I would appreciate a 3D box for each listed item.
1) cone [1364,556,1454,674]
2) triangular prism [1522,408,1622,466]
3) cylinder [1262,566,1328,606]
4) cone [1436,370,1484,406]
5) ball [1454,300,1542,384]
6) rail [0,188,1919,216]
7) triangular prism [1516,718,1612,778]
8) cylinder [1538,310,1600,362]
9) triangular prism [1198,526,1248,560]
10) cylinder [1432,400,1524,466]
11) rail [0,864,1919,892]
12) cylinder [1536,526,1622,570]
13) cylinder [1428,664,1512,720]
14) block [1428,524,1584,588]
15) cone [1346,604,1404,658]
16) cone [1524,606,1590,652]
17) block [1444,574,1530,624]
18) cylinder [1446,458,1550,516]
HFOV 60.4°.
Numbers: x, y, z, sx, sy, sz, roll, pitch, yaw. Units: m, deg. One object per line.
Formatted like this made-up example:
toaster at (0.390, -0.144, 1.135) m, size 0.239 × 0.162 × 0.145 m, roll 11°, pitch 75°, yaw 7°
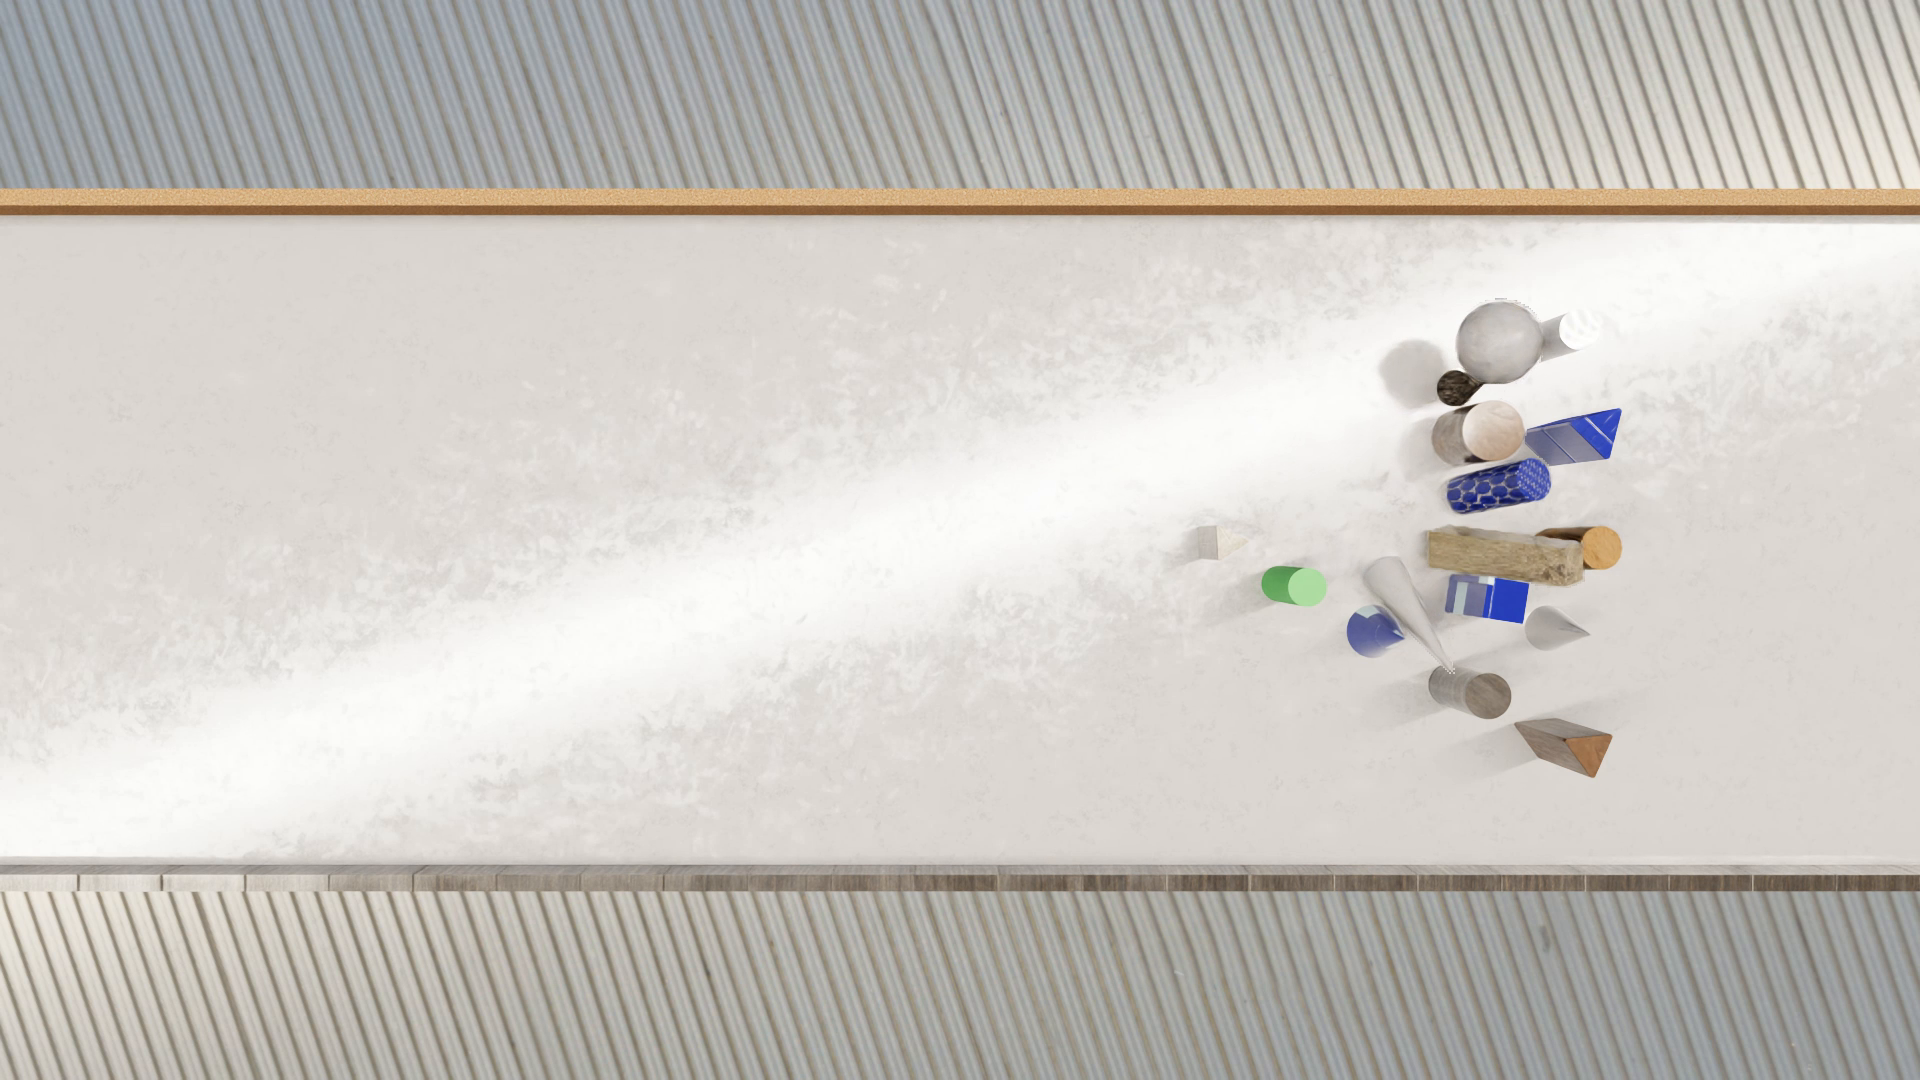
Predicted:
cone at (1.355, 0.244, 4.874) m, size 0.131 × 0.441 × 0.131 m, roll -11°, pitch 134°, yaw -12°
triangular prism at (1.808, -0.323, 4.847) m, size 0.146 × 0.458 × 0.126 m, roll 44°, pitch 90°, yaw 0°
cylinder at (0.983, 0.134, 4.869) m, size 0.110 × 0.414 × 0.110 m, roll 0°, pitch 90°, yaw 0°
cone at (1.527, -0.467, 4.911) m, size 0.113 × 0.328 × 0.113 m, roll 0°, pitch 89°, yaw -1°
ball at (1.520, -0.556, 4.655) m, size 0.236 × 0.236 × 0.236 m, roll 0°, pitch 90°, yaw 0°
rail at (-2.247, -1.025, 5.002) m, size 12.000 × 0.150 × 0.050 m, roll 0°, pitch 90°, yaw 0°
triangular prism at (1.791, 0.584, 4.861) m, size 0.115 × 0.432 × 0.132 m, roll -36°, pitch 90°, yaw 0°
cylinder at (1.791, -0.608, 4.922) m, size 0.117 × 0.309 × 0.117 m, roll 0°, pitch 90°, yaw 0°
triangular prism at (0.756, -0.005, 4.886) m, size 0.100 × 0.381 × 0.086 m, roll -33°, pitch 90°, yaw 0°
cylinder at (1.539, -0.316, 4.917) m, size 0.177 × 0.319 × 0.177 m, roll 0°, pitch 90°, yaw 0°
rail at (-2.247, 1.025, 5.001) m, size 12.000 × 0.150 × 0.050 m, roll 0°, pitch 90°, yaw 0°
cylinder at (1.833, 0.025, 4.913) m, size 0.126 × 0.316 × 0.126 m, roll 0°, pitch 89°, yaw -6°
cylinder at (1.508, 0.446, 4.891) m, size 0.133 × 0.370 × 0.133 m, roll 0°, pitch 90°, yaw 0°
block at (1.607, 0.044, 4.869) m, size 0.112 × 0.436 × 0.112 m, roll -13°, pitch 105°, yaw -41°
cone at (1.271, 0.281, 4.893) m, size 0.164 × 0.368 × 0.164 m, roll 0°, pitch 90°, yaw 0°
cone at (1.809, 0.272, 4.901) m, size 0.141 × 0.351 × 0.141 m, roll 0°, pitch 90°, yaw 0°
block at (1.559, 0.173, 4.892) m, size 0.118 × 0.368 × 0.118 m, roll 9°, pitch 90°, yaw 0°
cylinder at (1.600, -0.156, 4.912) m, size 0.126 × 0.305 × 0.126 m, roll 3°, pitch 81°, yaw -23°
